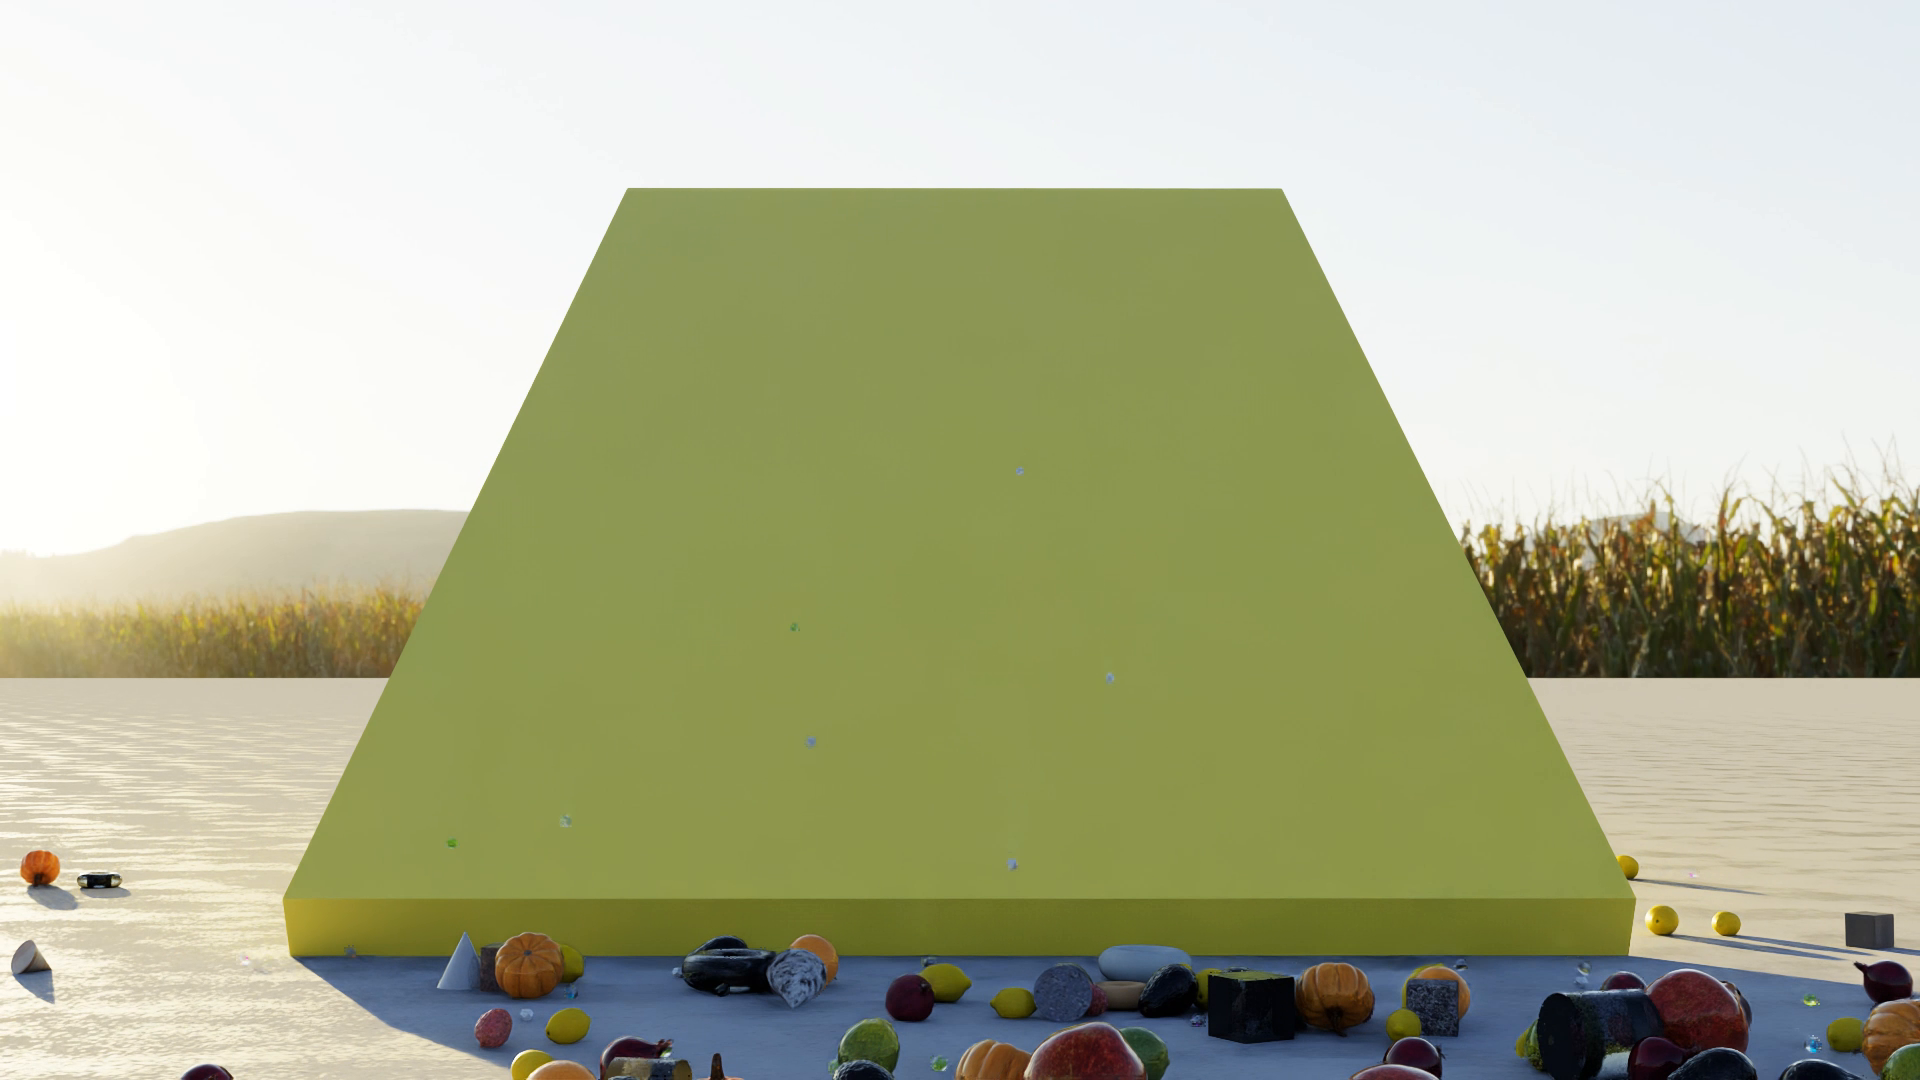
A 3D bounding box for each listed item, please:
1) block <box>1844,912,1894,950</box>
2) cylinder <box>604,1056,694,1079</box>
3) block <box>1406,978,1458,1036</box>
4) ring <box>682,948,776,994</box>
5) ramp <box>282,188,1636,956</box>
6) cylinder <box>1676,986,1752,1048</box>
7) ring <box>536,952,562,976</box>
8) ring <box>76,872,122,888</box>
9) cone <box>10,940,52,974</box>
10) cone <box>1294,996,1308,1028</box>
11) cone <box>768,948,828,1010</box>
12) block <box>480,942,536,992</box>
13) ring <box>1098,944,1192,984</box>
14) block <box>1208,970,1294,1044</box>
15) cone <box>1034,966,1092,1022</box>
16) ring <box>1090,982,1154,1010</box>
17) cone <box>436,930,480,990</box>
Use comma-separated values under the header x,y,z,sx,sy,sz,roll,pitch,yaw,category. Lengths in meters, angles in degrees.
x,y,z,sx,sy,sz,roll,pitch,yaw,category
1.405,0.602,3.585,0.051,0.051,0.051,2,-4,-36,block
-0.289,0.514,2.153,0.065,0.065,0.065,-1,-3,14,cylinder
0.557,0.551,2.734,0.058,0.058,0.058,-1,-3,14,block
-0.301,0.577,3.113,0.145,0.048,0.145,1,-4,0,ring
-0.008,-0.227,5.280,2.000,0.100,4.000,0,24,0,ramp
0.858,0.543,2.641,0.062,0.062,0.062,-3,-1,44,cylinder
-0.598,0.597,3.270,0.077,0.026,0.077,-1,-3,0,ring
-1.695,0.670,4.572,0.086,0.029,0.086,1,-3,0,ring
-1.306,0.600,3.288,0.051,0.051,0.051,-3,-31,38,cone
0.366,0.565,2.770,0.072,0.072,0.072,-27,-8,8,cone
-0.210,0.575,2.953,0.077,0.077,0.077,0,24,0,cone
-0.605,0.572,3.108,0.058,0.058,0.058,0,-3,5,block
0.255,0.585,3.201,0.130,0.043,0.130,1,-4,0,ring
0.338,0.542,2.695,0.071,0.071,0.071,2,-4,-30,block
0.125,0.570,2.858,0.071,0.071,0.071,0,-30,0,cone
0.202,0.576,2.937,0.089,0.030,0.089,0,-5,0,ring
-0.669,0.565,3.138,0.075,0.075,0.075,0,-3,0,cone
